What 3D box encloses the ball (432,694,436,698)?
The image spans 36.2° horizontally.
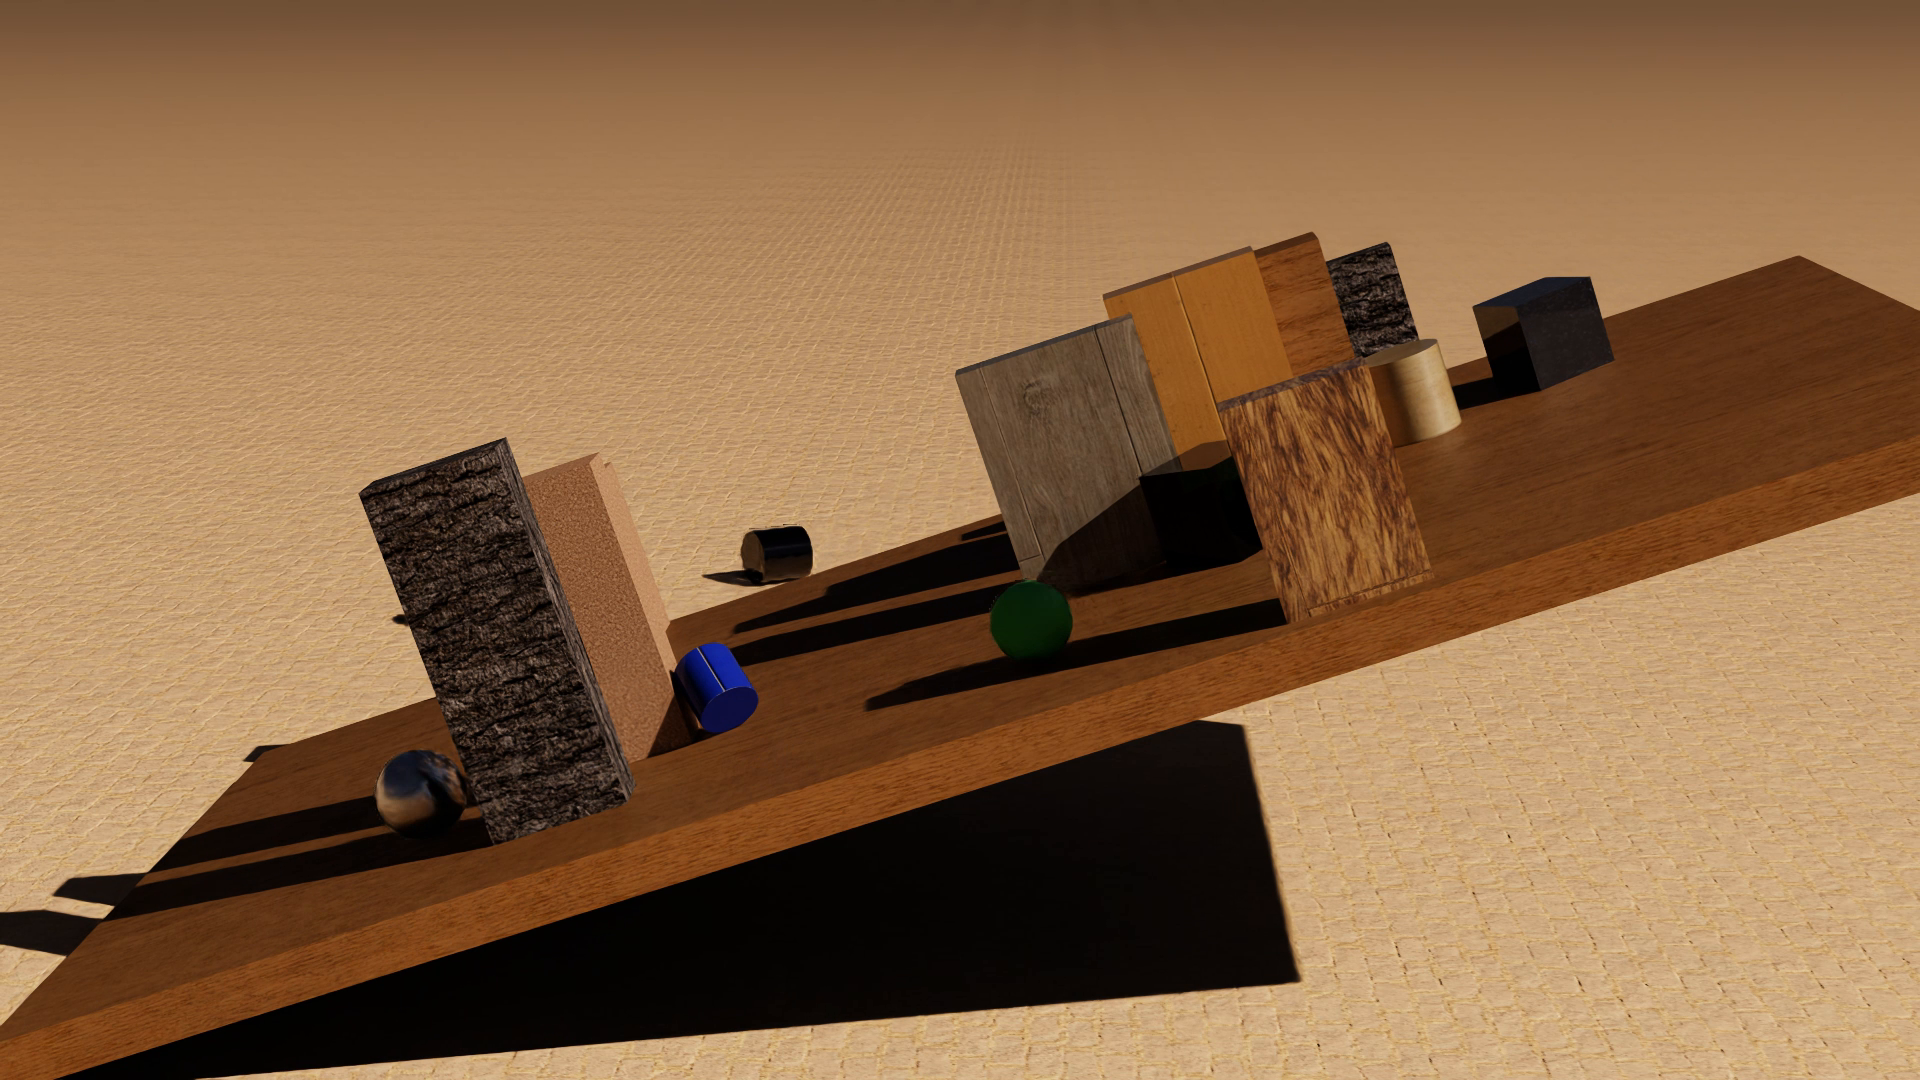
[{"bbox_3d":[-1.389,0.465,7.997,0.116,0.116,0.116,0,12,0],"label":"ball"}]

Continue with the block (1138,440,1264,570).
[{"bbox_3d":[0.535,-0.079,6.046,0.204,0.204,0.204,-28,14,-39],"label":"block"}]

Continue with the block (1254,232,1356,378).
[{"bbox_3d":[0.705,-0.381,6.454,0.313,0.505,0.148,-18,11,6],"label":"block"}]

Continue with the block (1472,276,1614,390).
[{"bbox_3d":[1.319,-0.468,6.658,0.199,0.199,0.199,-22,11,-16],"label":"block"}]

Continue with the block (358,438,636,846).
[{"bbox_3d":[-0.889,0.198,5.687,0.277,0.735,0.123,-18,11,6],"label":"block"}]

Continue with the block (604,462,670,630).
[{"bbox_3d":[-0.926,0.064,7.240,0.278,0.430,0.146,-18,11,6],"label":"block"}]

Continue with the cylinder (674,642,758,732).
[{"bbox_3d":[-0.496,0.301,5.982,0.129,0.129,0.129,-8,46,-33],"label":"cylinder"}]

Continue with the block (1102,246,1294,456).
[{"bbox_3d":[0.551,-0.325,6.362,0.335,0.534,0.104,-18,11,6],"label":"block"}]

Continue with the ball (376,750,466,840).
[{"bbox_3d":[-1.088,0.513,5.937,0.182,0.182,0.182,0,12,0],"label":"ball"}]

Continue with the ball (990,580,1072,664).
[{"bbox_3d":[0.138,0.158,5.669,0.159,0.159,0.159,0,12,0],"label":"ball"}]

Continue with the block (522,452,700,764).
[{"bbox_3d":[-0.815,0.173,6.013,0.369,0.611,0.127,-18,11,6],"label":"block"}]

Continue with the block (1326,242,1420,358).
[{"bbox_3d":[0.868,-0.426,6.666,0.338,0.406,0.083,-18,11,6],"label":"block"}]

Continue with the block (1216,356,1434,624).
[{"bbox_3d":[0.661,-0.090,5.330,0.276,0.411,0.099,-18,11,6],"label":"block"}]

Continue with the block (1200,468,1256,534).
[{"bbox_3d":[0.598,-0.085,6.224,0.110,0.110,0.110,-28,14,-39],"label":"block"}]

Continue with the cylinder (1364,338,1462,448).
[{"bbox_3d":[0.995,-0.325,6.527,0.189,0.189,0.189,-18,11,4],"label":"cylinder"}]

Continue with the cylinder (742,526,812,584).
[{"bbox_3d":[-0.611,0.050,9.807,0.178,0.178,0.178,-7,14,-29],"label":"cylinder"}]

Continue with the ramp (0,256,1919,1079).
[{"bbox_3d":[0.106,0.181,6.306,4.000,0.100,2.000,-18,11,6],"label":"ramp"}]

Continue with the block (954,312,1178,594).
[{"bbox_3d":[0.255,-0.171,6.172,0.387,0.509,0.087,-18,11,6],"label":"block"}]
